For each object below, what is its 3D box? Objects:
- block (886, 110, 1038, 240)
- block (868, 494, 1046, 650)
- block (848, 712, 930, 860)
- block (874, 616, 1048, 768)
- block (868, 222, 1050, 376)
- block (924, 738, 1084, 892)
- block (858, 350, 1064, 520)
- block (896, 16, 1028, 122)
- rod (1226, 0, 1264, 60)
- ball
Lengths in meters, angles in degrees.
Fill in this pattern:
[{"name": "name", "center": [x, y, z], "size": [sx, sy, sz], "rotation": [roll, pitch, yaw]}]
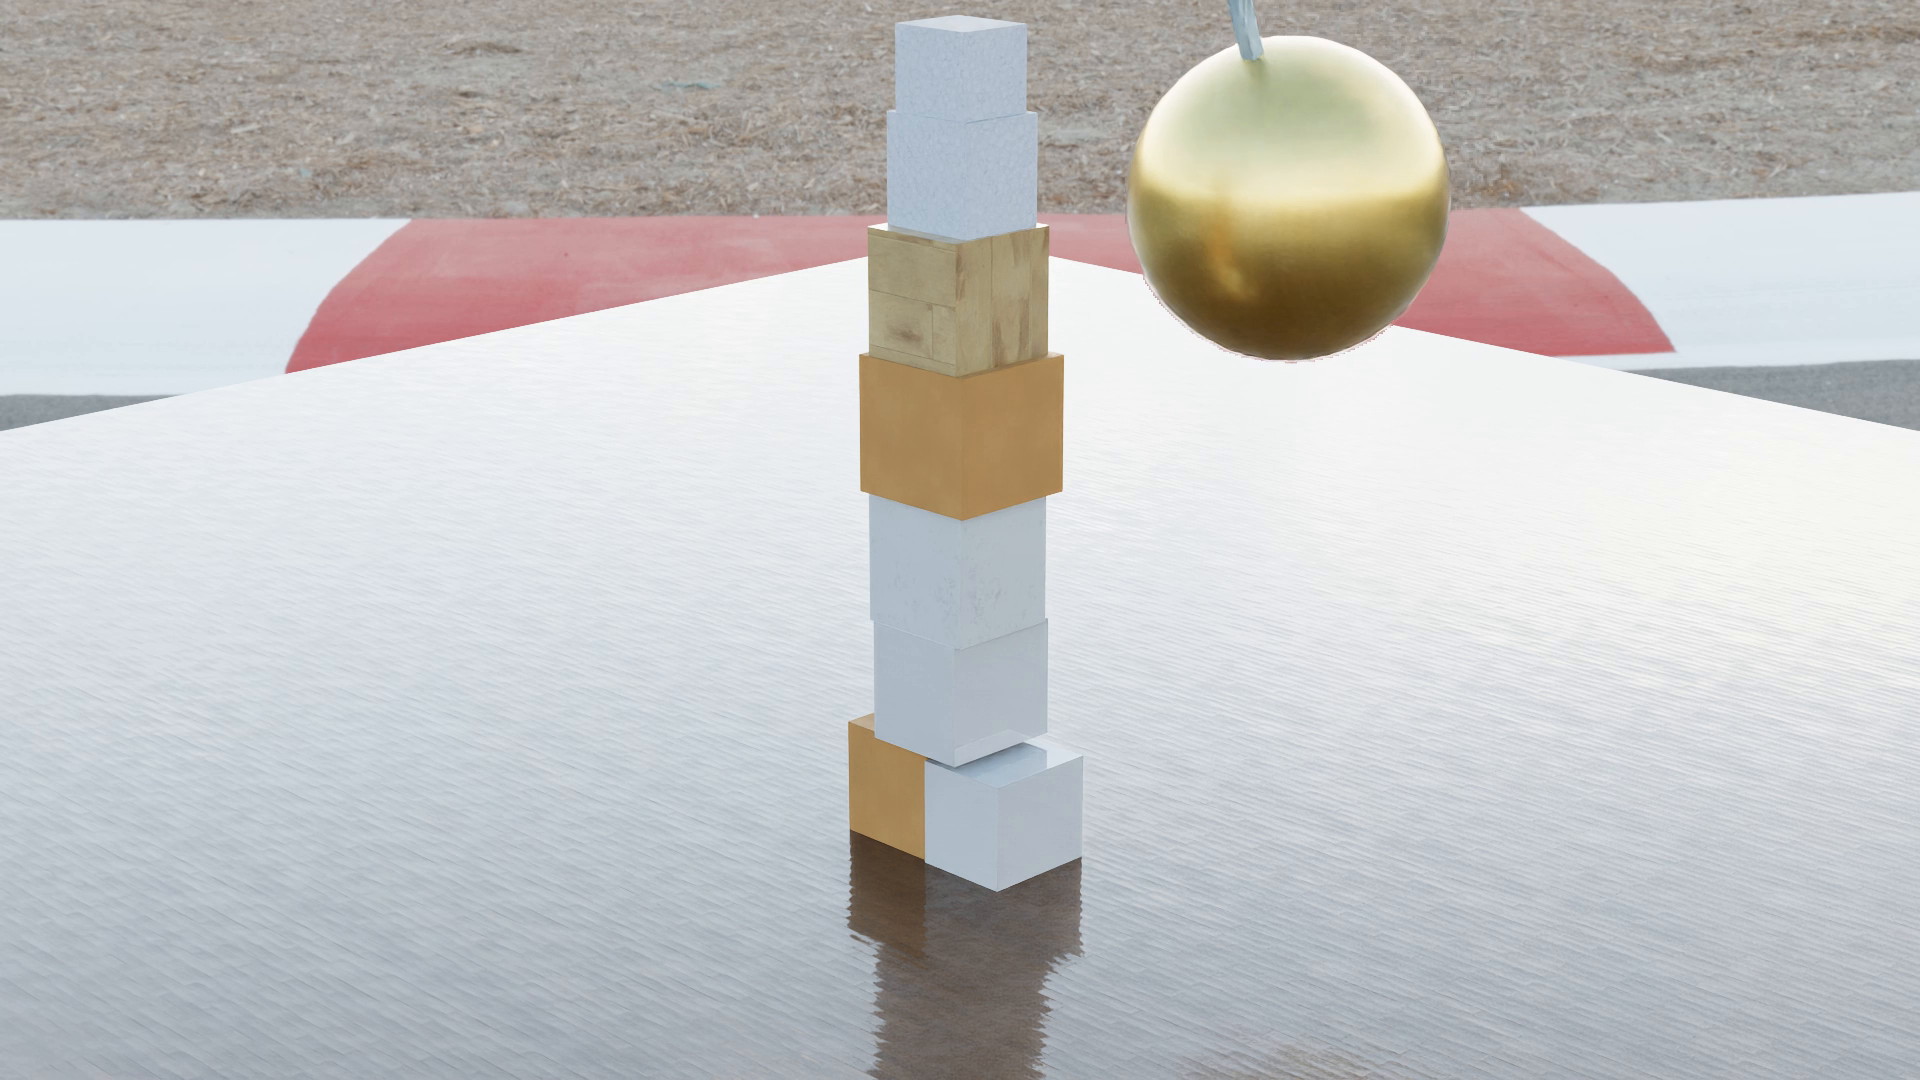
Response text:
[{"name": "block", "center": [0.009, -1.625, 12.840], "size": [0.438, 0.502, 0.491], "rotation": [-17, 24, -42]}, {"name": "block", "center": [-0.011, 0.077, 13.354], "size": [0.549, 0.613, 0.587], "rotation": [-17, 24, -42]}, {"name": "block", "center": [-0.161, 1.117, 13.877], "size": [0.508, 0.548, 0.525], "rotation": [-17, 24, -42]}, {"name": "block", "center": [0.005, 0.636, 13.547], "size": [0.610, 0.569, 0.525], "rotation": [-17, 24, -42]}, {"name": "block", "center": [-0.006, -1.103, 12.988], "size": [0.584, 0.583, 0.548], "rotation": [-17, 24, -42]}, {"name": "block", "center": [0.203, 1.243, 13.548], "size": [0.565, 0.504, 0.467], "rotation": [-17, 24, -42]}, {"name": "block", "center": [0.007, -0.525, 13.184], "size": [0.644, 0.638, 0.654], "rotation": [-17, 24, -42]}, {"name": "block", "center": [0.004, -2.045, 12.703], "size": [0.384, 0.383, 0.421], "rotation": [-17, 24, -42]}, {"name": "rod", "center": [0.703, -4.407, 12.694], "size": [0.080, 5.200, 0.080], "rotation": [17, 46, 42]}, {"name": "ball", "center": [1.623, -1.685, 14.513], "size": [1.600, 1.600, 1.600], "rotation": [0, 17, 0]}]
